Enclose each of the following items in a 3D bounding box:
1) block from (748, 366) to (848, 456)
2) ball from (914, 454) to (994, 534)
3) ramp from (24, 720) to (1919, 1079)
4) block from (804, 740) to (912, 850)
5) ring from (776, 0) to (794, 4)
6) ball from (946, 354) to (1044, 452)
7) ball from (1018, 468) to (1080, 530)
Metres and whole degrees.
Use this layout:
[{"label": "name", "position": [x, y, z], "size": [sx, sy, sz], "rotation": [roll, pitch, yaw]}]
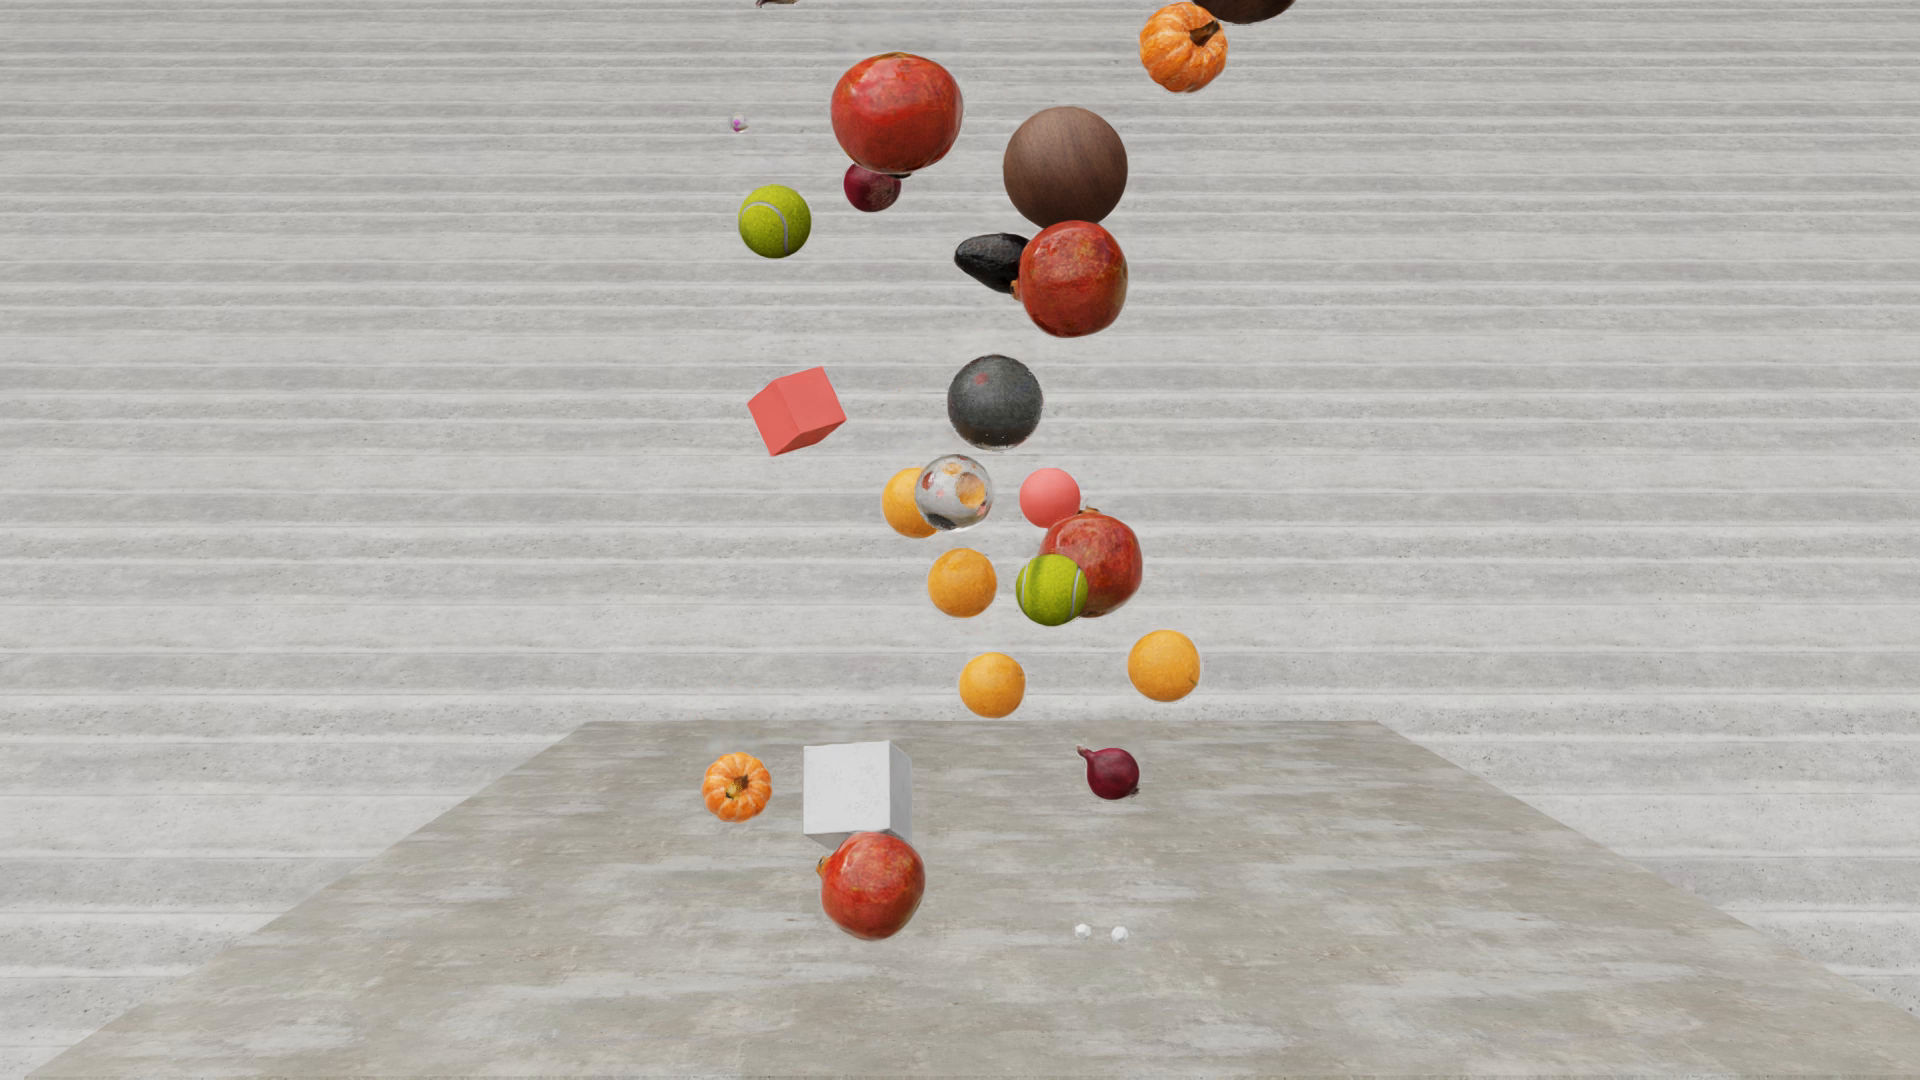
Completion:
[{"label": "block", "position": [-0.169, -0.133, 2.669], "size": [0.062, 0.062, 0.062], "rotation": [-19, -10, -39]}, {"label": "ball", "position": [-0.005, -0.044, 2.450], "size": [0.075, 0.075, 0.075], "rotation": [0, 27, 0]}, {"label": "ramp", "position": [0.061, 0.549, 4.585], "size": [2.000, 0.100, 4.000], "rotation": [0, 1, 0]}, {"label": "block", "position": [-0.110, 0.277, 2.793], "size": [0.095, 0.095, 0.095], "rotation": [-5, -17, 12]}, {"label": "ring", "position": [-0.168, -0.559, 2.340], "size": [0.049, 0.146, 0.146], "rotation": [-8, 26, 9]}, {"label": "ball", "position": [0.035, -0.136, 2.563], "size": [0.096, 0.096, 0.096], "rotation": [0, 27, 0]}, {"label": "ball", "position": [0.102, -0.047, 2.917], "size": [0.070, 0.070, 0.070], "rotation": [0, 27, 0]}]
